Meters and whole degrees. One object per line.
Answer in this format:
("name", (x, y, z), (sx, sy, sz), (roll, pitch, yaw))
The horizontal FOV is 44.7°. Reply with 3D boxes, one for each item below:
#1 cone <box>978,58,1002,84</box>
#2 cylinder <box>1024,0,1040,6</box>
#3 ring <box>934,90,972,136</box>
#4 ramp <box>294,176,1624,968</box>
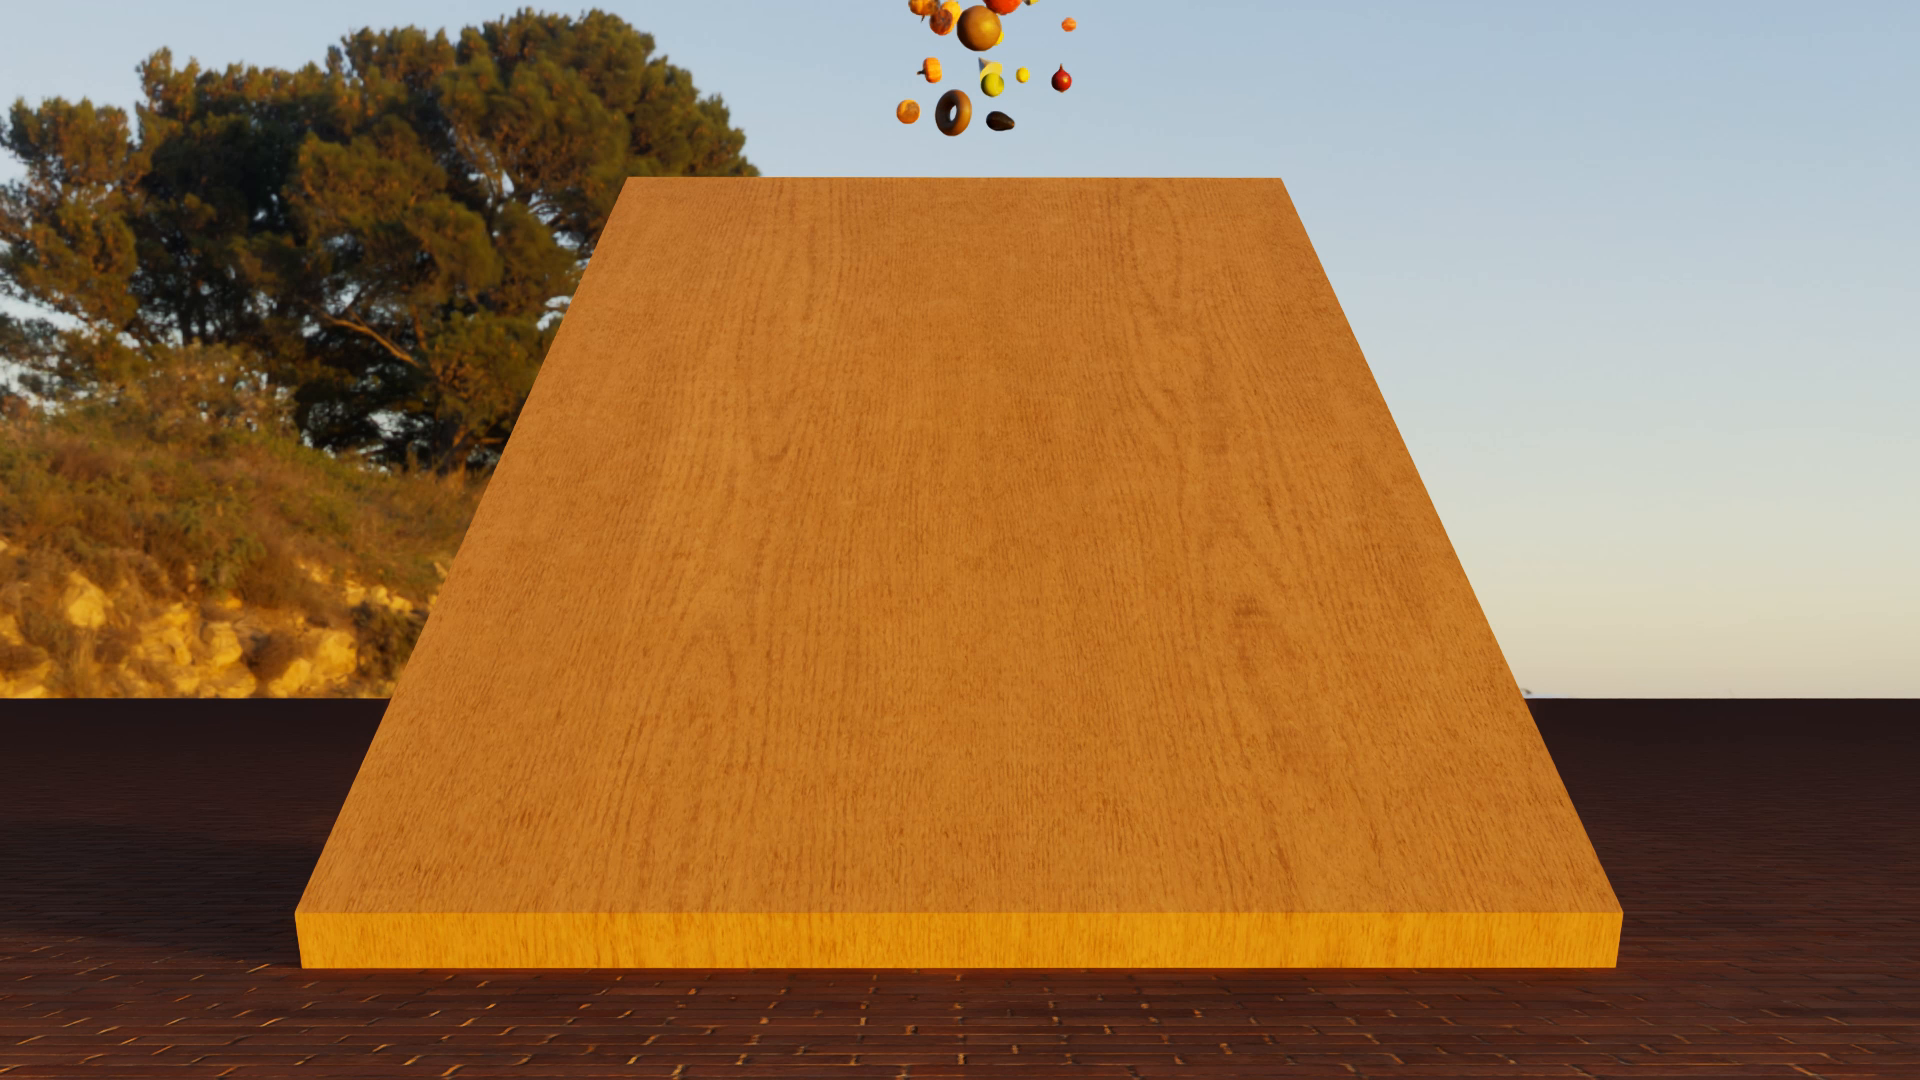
("cone", (0.074, -1.418, 6.977), (0.078, 0.078, 0.078), (-25, -31, -17))
("cylinder", (0.230, -1.654, 6.961), (0.093, 0.093, 0.093), (-26, 1, -10))
("ring", (-0.019, -1.247, 6.822), (0.046, 0.137, 0.137), (2, -4, -44))
("ramp", (-0.009, -0.229, 5.354), (2.000, 0.100, 4.000), (0, 25, 0))
